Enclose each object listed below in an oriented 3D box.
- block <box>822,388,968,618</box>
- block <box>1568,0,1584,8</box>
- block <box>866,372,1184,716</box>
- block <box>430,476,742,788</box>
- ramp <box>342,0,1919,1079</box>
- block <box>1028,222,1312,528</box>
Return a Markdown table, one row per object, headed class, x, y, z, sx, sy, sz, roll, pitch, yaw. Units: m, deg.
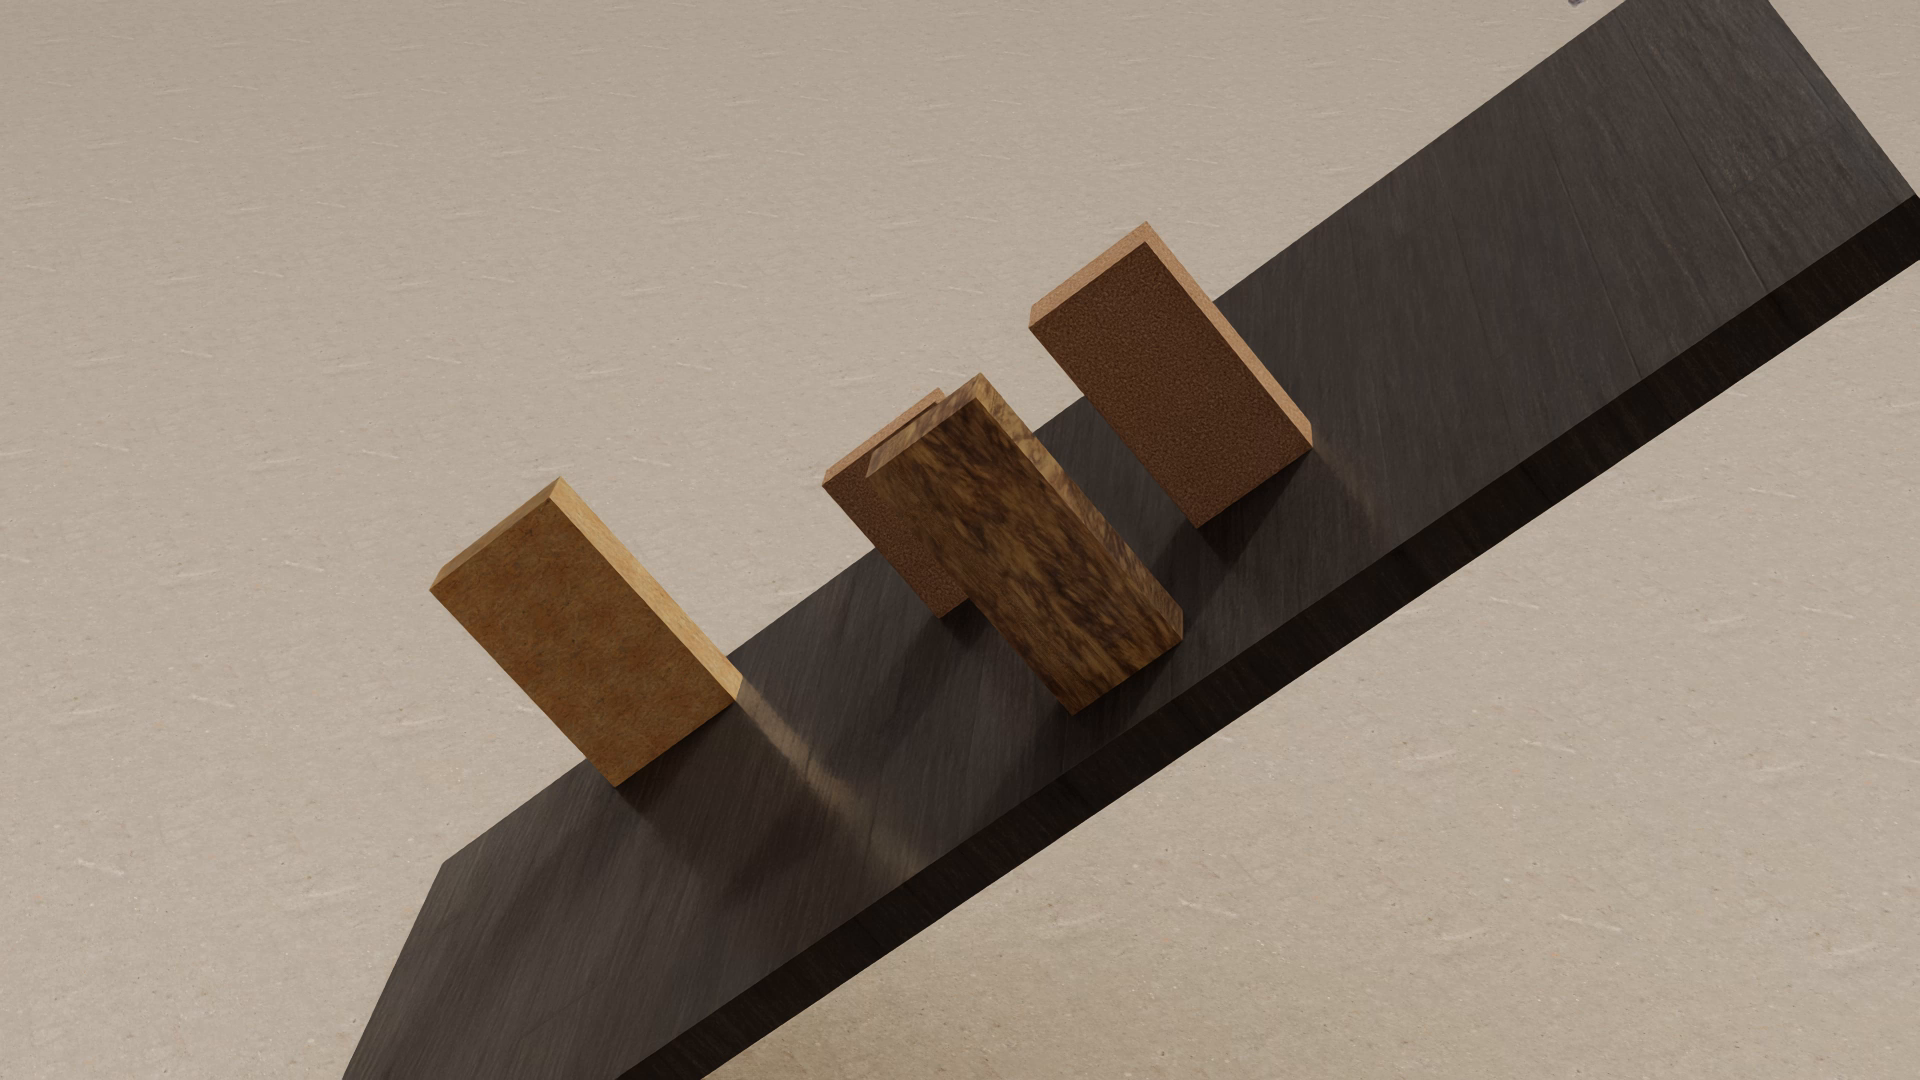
| class | x | y | z | sx | sy | sz | roll | pitch | yaw |
| --- | --- | --- | --- | --- | --- | --- | --- | --- | --- |
| block | -0.048 | -0.079 | 6.508 | 0.324 | 0.407 | 0.089 | -36 | 16 | 18 |
| block | 1.165 | -1.096 | 5.335 | 0.162 | 0.162 | 0.162 | -33 | 1 | -44 |
| block | 0.125 | 0.011 | 5.480 | 0.262 | 0.610 | 0.130 | -36 | 16 | 18 |
| block | -0.910 | 0.229 | 7.196 | 0.400 | 0.678 | 0.134 | -36 | 16 | 18 |
| ramp | 0.121 | 0.185 | 6.339 | 4.000 | 0.100 | 2.000 | -36 | 16 | 18 |
| block | 0.419 | -0.324 | 5.829 | 0.289 | 0.538 | 0.132 | -36 | 16 | 18 |
